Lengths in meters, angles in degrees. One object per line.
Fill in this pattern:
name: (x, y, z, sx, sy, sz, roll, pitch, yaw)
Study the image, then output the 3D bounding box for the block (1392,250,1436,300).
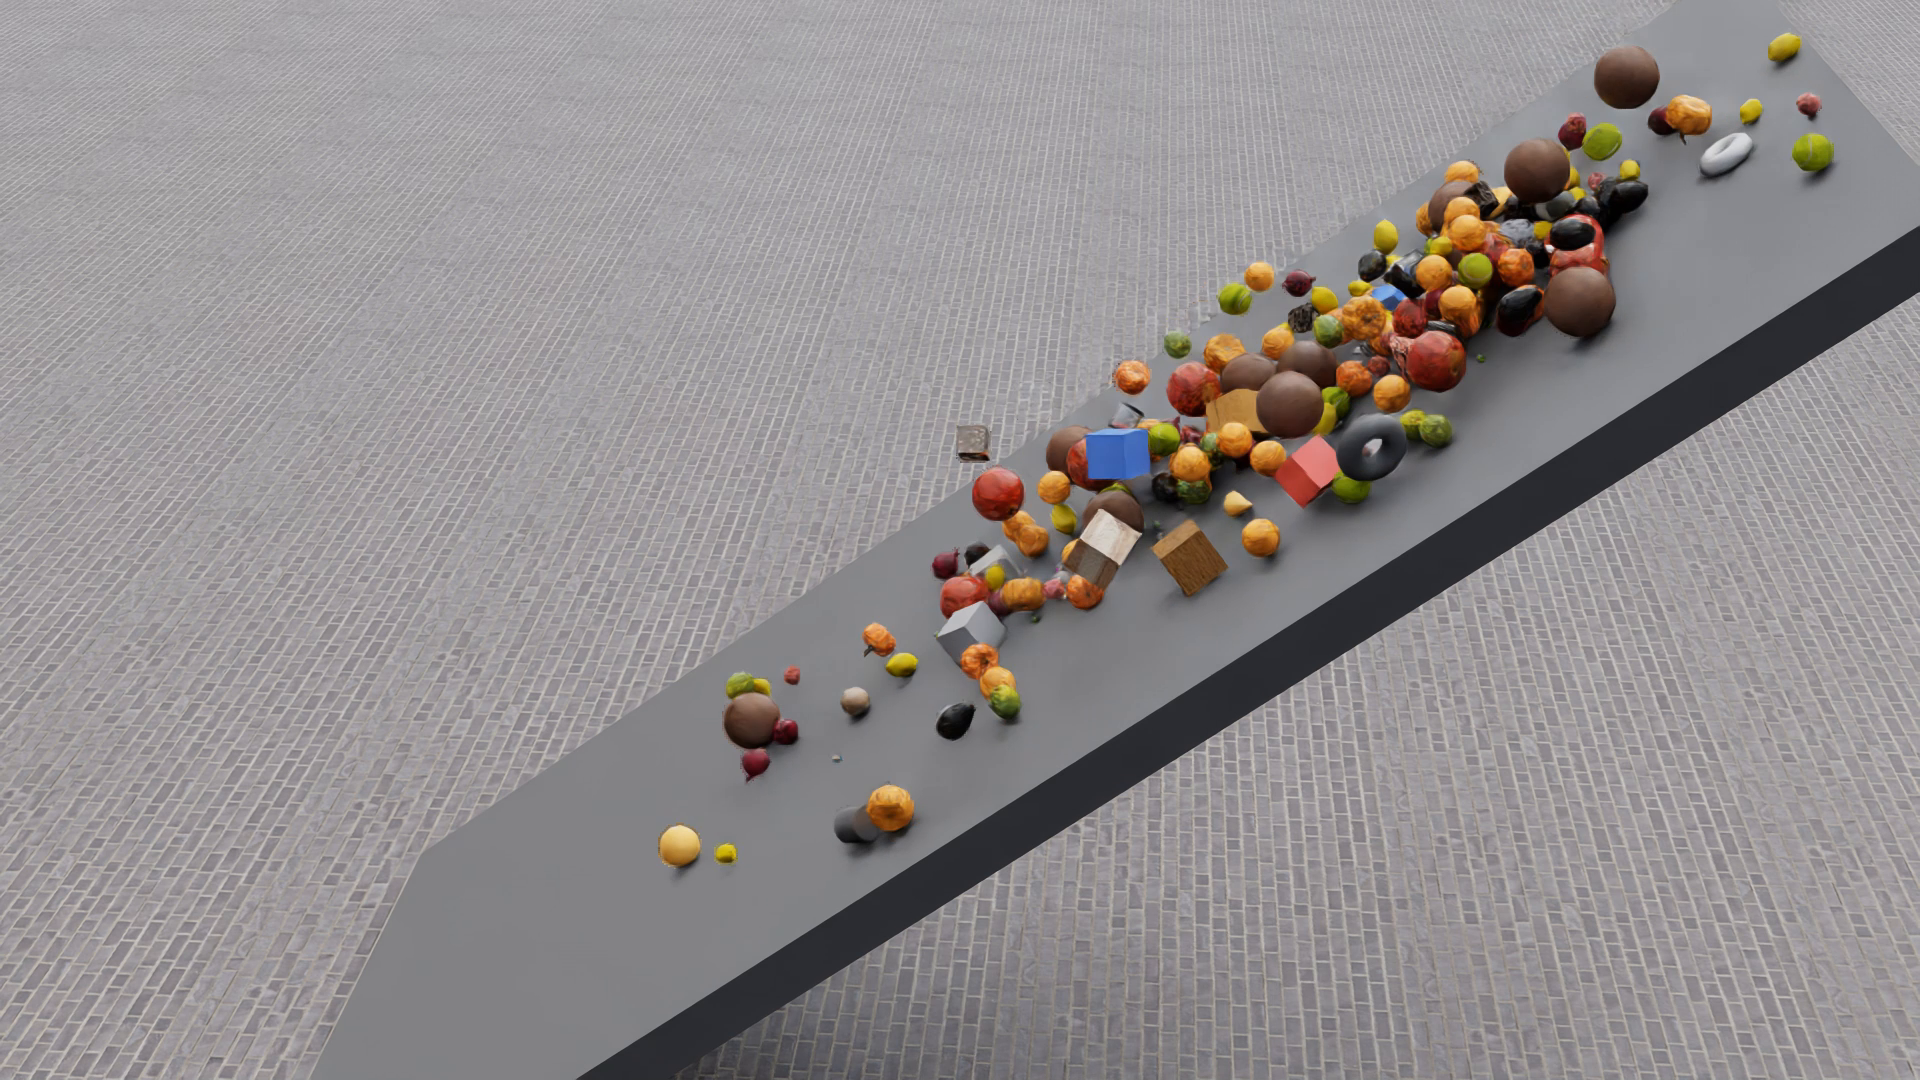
block: (0.899, -0.525, 5.823, 0.060, 0.060, 0.060, -30, 55, -19)

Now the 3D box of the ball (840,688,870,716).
ball: (-0.226, 0.348, 6.332, 0.062, 0.062, 0.062, 0, 22, 0)

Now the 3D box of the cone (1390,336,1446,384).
cone: (0.899, -0.367, 5.715, 0.099, 0.099, 0.099, -21, 18, 15)

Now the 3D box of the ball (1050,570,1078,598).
ball: (0.214, 0.091, 6.078, 0.058, 0.058, 0.058, 0, 22, 0)

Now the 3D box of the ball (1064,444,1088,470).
ball: (0.268, -0.190, 6.746, 0.063, 0.063, 0.063, 0, 22, 0)

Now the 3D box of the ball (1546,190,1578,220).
ball: (1.211, -0.673, 5.919, 0.061, 0.061, 0.061, 0, 22, 0)

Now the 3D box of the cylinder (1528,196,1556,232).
cylinder: (1.189, -0.663, 5.976, 0.055, 0.055, 0.055, -1, -18, -4)

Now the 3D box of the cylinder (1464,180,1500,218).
cylinder: (1.075, -0.703, 6.066, 0.054, 0.054, 0.054, -16, 69, -34)

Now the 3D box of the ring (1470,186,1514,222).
ring: (1.146, -0.722, 6.331, 0.105, 0.035, 0.105, -34, 16, 11)

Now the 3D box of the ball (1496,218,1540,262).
ball: (1.120, -0.603, 5.904, 0.088, 0.088, 0.088, 0, 22, 0)

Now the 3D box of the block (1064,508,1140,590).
block: (0.267, 0.018, 5.523, 0.091, 0.091, 0.091, 33, 51, 4)

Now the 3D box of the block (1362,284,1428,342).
block: (0.903, -0.482, 6.104, 0.084, 0.084, 0.084, -25, 20, 40)

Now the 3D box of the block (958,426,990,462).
block: (0.029, -0.210, 6.419, 0.060, 0.060, 0.060, -2, -17, 10)

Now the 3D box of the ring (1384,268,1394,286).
ring: (0.898, -0.535, 5.941, 0.087, 0.029, 0.087, -5, -9, -1)

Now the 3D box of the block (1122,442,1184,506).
block: (0.407, -0.140, 6.247, 0.083, 0.083, 0.083, -24, 21, 48)

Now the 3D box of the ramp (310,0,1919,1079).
ramp: (0.130, 0.178, 6.319, 4.000, 0.100, 2.000, -34, 16, 16)

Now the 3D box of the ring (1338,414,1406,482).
ring: (0.754, -0.169, 5.386, 0.137, 0.137, 0.046, -7, 35, -17)

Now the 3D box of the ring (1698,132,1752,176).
ring: (1.470, -0.740, 5.649, 0.111, 0.037, 0.111, -37, 15, 11)

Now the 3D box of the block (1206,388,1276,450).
block: (0.580, -0.250, 6.086, 0.092, 0.092, 0.092, 6, -24, -45)

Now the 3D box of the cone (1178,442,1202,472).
cone: (0.481, -0.177, 6.027, 0.053, 0.053, 0.053, 29, 10, -6)

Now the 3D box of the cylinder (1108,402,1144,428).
cylinder: (0.375, -0.270, 6.626, 0.060, 0.060, 0.060, 32, -8, 5)

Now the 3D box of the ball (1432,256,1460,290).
ball: (1.004, -0.555, 6.115, 0.067, 0.067, 0.067, 0, 22, 0)

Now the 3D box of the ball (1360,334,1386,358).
ball: (0.850, -0.400, 6.055, 0.050, 0.050, 0.050, 0, 22, 0)

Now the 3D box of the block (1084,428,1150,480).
block: (0.320, -0.175, 5.968, 0.091, 0.091, 0.091, 1, 11, 35)

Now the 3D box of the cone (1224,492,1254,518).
cone: (0.558, -0.069, 5.789, 0.053, 0.053, 0.053, -20, 15, -40)

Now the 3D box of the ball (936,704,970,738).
ball: (-0.015, 0.359, 5.818, 0.068, 0.068, 0.068, 0, 22, 0)

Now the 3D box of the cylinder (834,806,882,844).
cylinder: (-0.196, 0.549, 5.678, 0.069, 0.069, 0.069, -18, 2, -37)

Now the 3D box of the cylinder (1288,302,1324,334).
cylinder: (0.753, -0.484, 6.414, 0.057, 0.057, 0.057, 14, 22, 31)

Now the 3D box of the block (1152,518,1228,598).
block: (0.442, 0.034, 5.659, 0.096, 0.096, 0.096, -38, 15, 2)

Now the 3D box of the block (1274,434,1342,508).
block: (0.662, -0.130, 5.557, 0.085, 0.085, 0.085, -36, 80, -31)

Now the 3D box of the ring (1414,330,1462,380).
ring: (0.934, -0.364, 5.775, 0.123, 0.041, 0.123, -40, 17, 15)

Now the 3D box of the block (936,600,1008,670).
block: (0.026, 0.199, 6.139, 0.090, 0.090, 0.090, -24, 21, 43)

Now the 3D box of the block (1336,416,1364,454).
block: (0.761, -0.179, 5.552, 0.066, 0.066, 0.066, 33, 49, 3)

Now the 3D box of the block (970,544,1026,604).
block: (0.082, 0.074, 6.381, 0.082, 0.082, 0.082, -37, 15, 5)

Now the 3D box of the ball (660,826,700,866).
ball: (-0.597, 0.652, 6.264, 0.086, 0.086, 0.086, 0, 22, 0)
